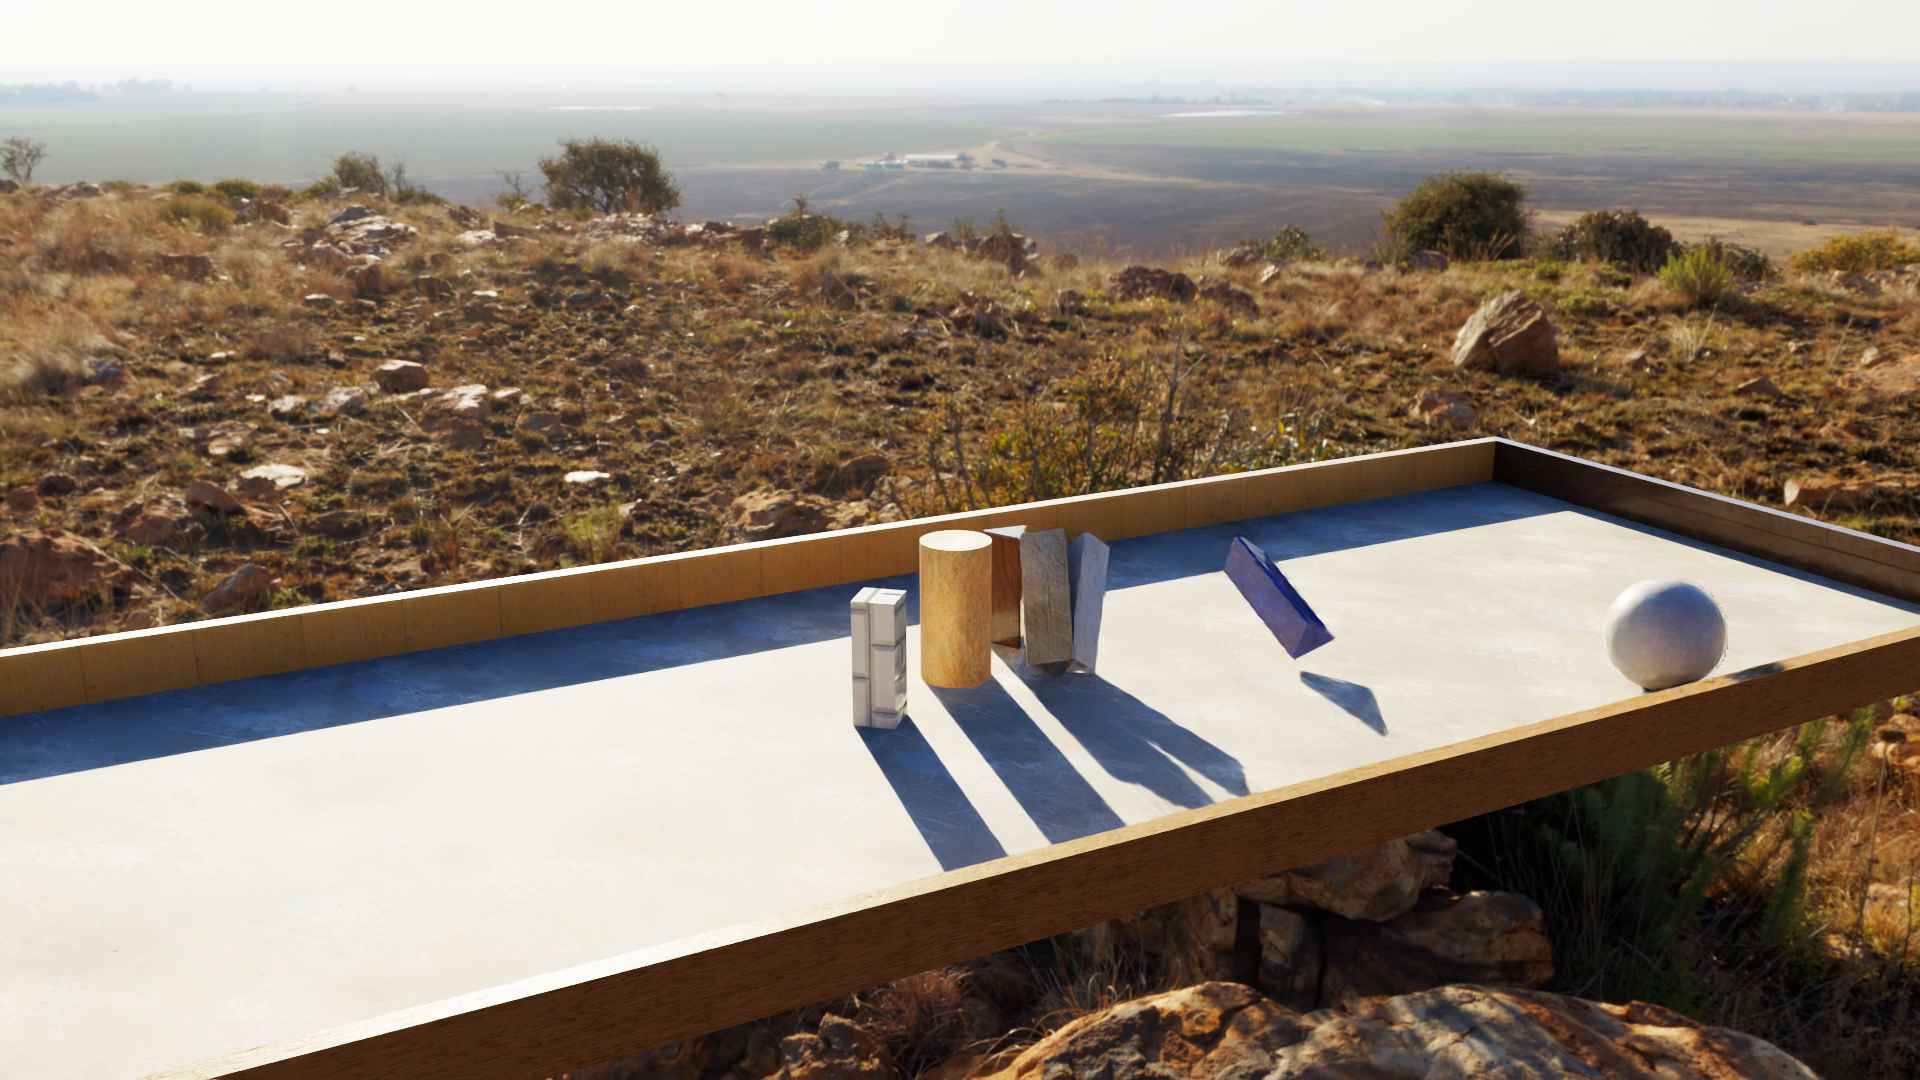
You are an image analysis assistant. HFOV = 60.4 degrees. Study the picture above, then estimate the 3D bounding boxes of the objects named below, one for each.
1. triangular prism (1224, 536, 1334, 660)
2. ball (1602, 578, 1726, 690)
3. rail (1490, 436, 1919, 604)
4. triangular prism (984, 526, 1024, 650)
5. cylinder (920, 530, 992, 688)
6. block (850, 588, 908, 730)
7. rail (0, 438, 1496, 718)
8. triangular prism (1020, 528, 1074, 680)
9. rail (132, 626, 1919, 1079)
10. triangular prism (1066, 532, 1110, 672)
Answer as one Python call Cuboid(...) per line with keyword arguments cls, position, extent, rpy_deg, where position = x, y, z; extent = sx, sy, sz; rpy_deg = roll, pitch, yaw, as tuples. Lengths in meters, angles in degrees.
Cuboid(cls="triangular prism", position=(0.831, 0.134, 4.358), extent=(0.122, 0.106, 0.382), rpy_deg=(-26, 43, -4))
Cuboid(cls="ball", position=(1.736, 0.232, 4.067), extent=(0.281, 0.281, 0.281), rpy_deg=(0, 16, 0))
Cuboid(cls="rail", position=(2.466, -0.048, 5.253), extent=(0.050, 0.150, 2.100), rpy_deg=(-9, 18, -27))
Cuboid(cls="triangular prism", position=(0.141, 0.120, 4.401), extent=(0.120, 0.307, 0.104), rpy_deg=(12, 20, 35))
Cuboid(cls="cylinder", position=(-0.011, 0.172, 4.136), extent=(0.180, 0.357, 0.180), rpy_deg=(0, 16, 0))
Cuboid(cls="block", position=(-0.189, 0.277, 3.867), extent=(0.104, 0.307, 0.104), rpy_deg=(4, 17, 13))
Cuboid(cls="rail", position=(-3.305, 0.497, 3.399), extent=(12.000, 0.150, 0.050), rpy_deg=(-9, 18, -27))
Cuboid(cls="triangular prism", position=(0.231, 0.164, 4.207), extent=(0.119, 0.373, 0.103), rpy_deg=(-9, -30, 13))
Cuboid(cls="rail", position=(-2.336, 1.006, 1.665), extent=(12.000, 0.150, 0.050), rpy_deg=(-9, 18, -27))
Cuboid(cls="triangular prism", position=(0.299, 0.165, 4.259), extent=(0.094, 0.348, 0.108), rpy_deg=(-10, -30, 37))
